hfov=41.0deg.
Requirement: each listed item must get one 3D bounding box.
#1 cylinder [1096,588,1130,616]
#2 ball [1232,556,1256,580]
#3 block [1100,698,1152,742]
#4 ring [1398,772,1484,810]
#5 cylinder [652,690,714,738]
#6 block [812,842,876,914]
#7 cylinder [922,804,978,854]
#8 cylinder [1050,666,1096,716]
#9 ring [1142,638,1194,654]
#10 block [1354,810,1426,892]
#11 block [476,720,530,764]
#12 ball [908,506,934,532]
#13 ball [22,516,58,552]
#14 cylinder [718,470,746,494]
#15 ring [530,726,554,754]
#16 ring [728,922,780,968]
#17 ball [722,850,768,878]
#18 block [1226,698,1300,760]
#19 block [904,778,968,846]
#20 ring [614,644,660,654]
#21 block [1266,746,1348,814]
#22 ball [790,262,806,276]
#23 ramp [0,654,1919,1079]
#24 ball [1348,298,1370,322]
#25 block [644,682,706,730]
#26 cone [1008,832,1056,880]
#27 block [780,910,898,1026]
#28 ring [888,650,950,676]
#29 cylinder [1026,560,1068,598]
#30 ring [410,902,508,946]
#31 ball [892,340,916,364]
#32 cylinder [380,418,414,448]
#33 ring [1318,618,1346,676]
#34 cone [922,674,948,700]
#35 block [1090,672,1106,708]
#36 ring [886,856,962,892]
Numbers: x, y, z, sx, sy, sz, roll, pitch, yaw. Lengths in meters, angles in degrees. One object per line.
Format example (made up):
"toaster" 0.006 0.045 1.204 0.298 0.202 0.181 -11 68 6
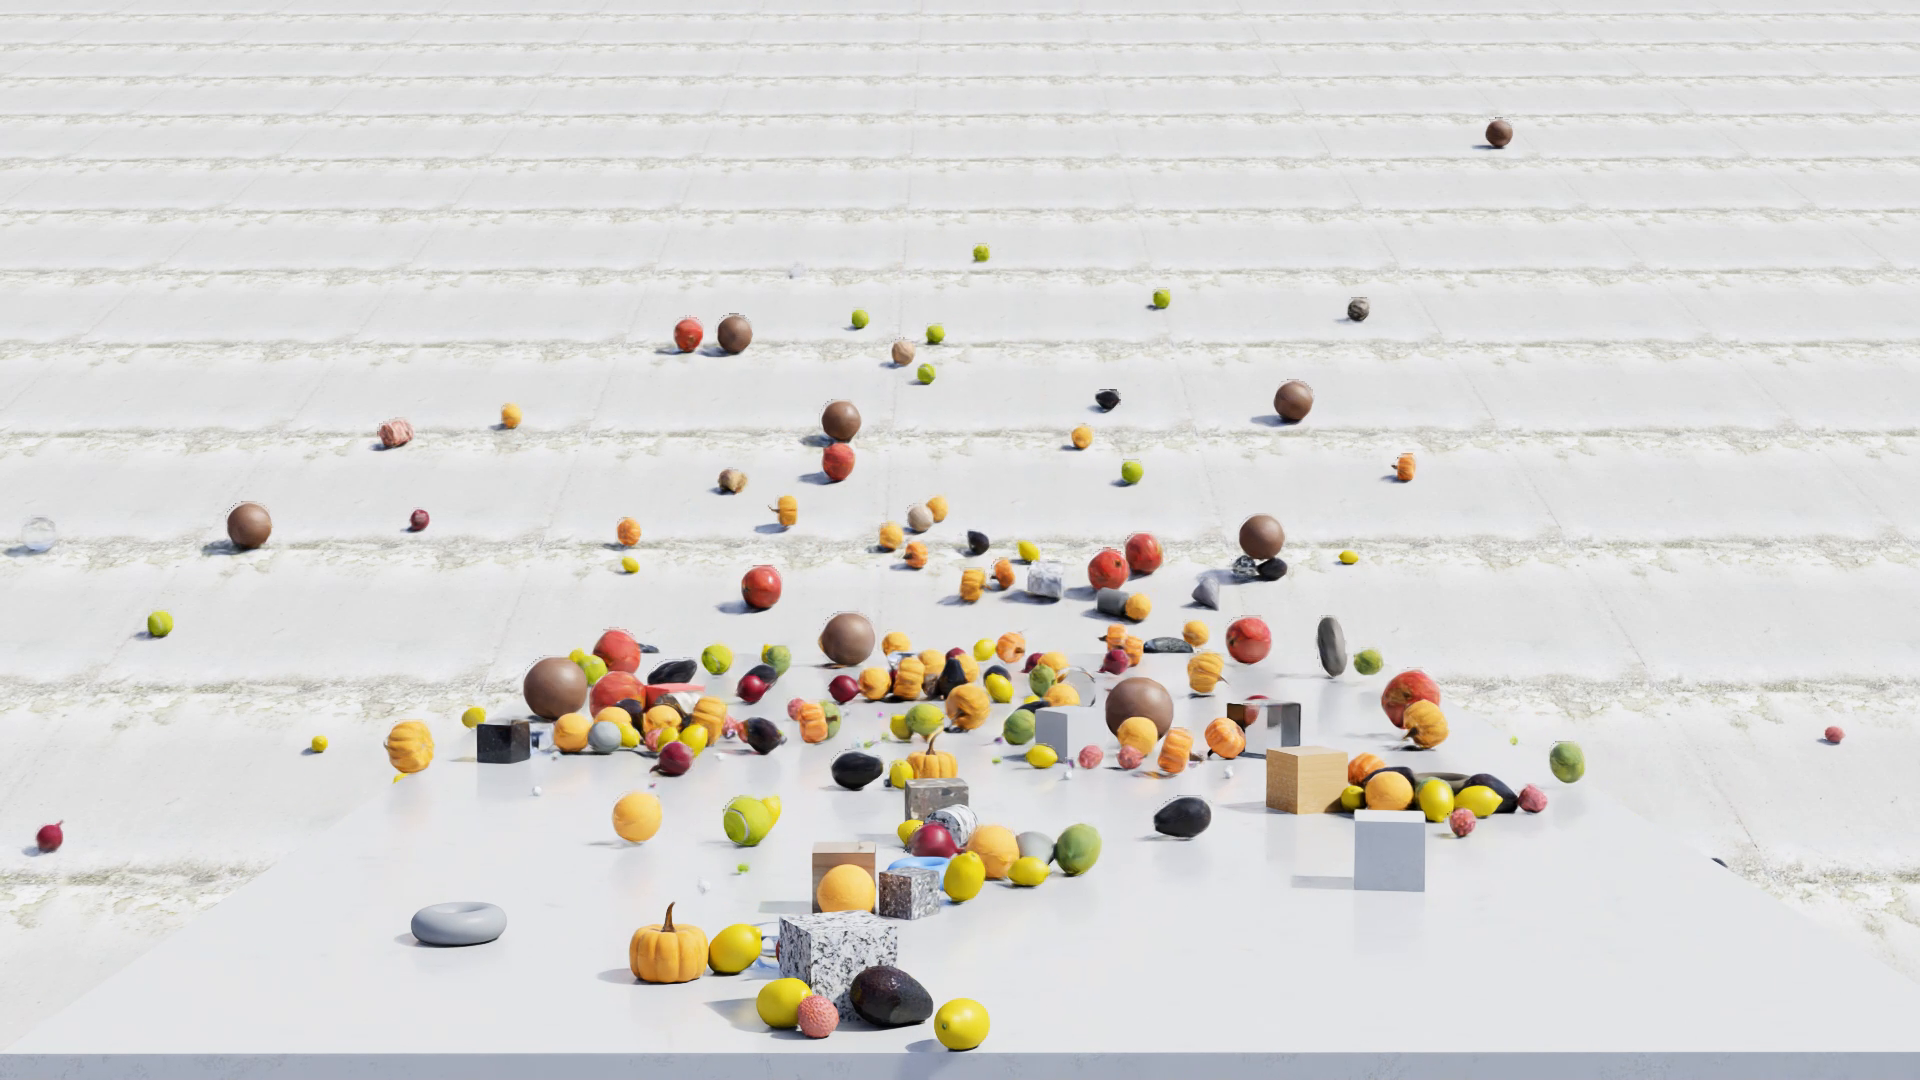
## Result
"cylinder" 0.418 0.169 7.000 0.069 0.069 0.069 13 24 29
"ball" 0.799 0.080 7.229 0.070 0.070 0.070 0 21 0
"block" 0.299 0.325 4.635 0.054 0.054 0.054 -42 11 -23
"ring" 0.763 0.398 4.080 0.135 0.045 0.135 -1 4 0
"cylinder" -0.532 0.333 4.929 0.084 0.084 0.084 17 13 37
"block" -0.146 0.427 3.245 0.079 0.079 0.079 0 3 -1
"cylinder" -0.014 0.412 3.666 0.062 0.062 0.062 9 6 23
"cylinder" 0.233 0.310 5.276 0.093 0.093 0.093 1 3 2
"ring" 0.542 0.295 6.708 0.139 0.046 0.139 1 22 0
"block" 0.569 0.411 3.405 0.092 0.092 0.092 0 3 9
"block" -0.814 0.359 4.586 0.069 0.069 0.069 1 3 20
"ball" -0.117 -0.063 7.588 0.078 0.078 0.078 0 21 0
"ball" -2.663 -0.018 7.439 0.099 0.099 0.099 0 21 0
"cylinder" -0.700 -0.181 7.910 0.063 0.063 0.063 17 27 37
"ring" -0.808 0.367 4.719 0.123 0.041 0.123 0 4 0
"ring" -0.211 0.464 2.948 0.111 0.037 0.111 -1 4 0
"ball" -0.291 0.452 3.490 0.061 0.061 0.061 0 21 0
"block" 0.550 0.342 4.656 0.095 0.095 0.095 -3 4 -43
"block" -0.035 0.396 3.753 0.084 0.084 0.084 0 3 -7
"ring" -0.838 0.307 6.591 0.143 0.048 0.143 -19 -16 -6
"block" 0.545 0.377 4.041 0.092 0.092 0.092 -1 3 -25
"ball" -0.644 -1.076 10.218 0.060 0.060 0.060 0 21 0
"ramp" 0.049 0.446 4.532 2.000 0.100 4.000 0 3 0
"ball" 1.495 -0.862 9.636 0.084 0.084 0.084 0 21 0
"block" -0.558 0.328 5.028 0.085 0.085 0.085 -3 4 -42
"cone" 0.098 0.439 3.461 0.067 0.067 0.067 0 30 -1
"block" -0.128 0.448 2.699 0.096 0.096 0.096 -1 3 -24
"ring" -0.099 0.289 6.057 0.147 0.049 0.147 4 2 0
"cylinder" 0.241 0.109 7.108 0.094 0.094 0.094 9 23 10
"ring" -0.598 0.457 3.068 0.114 0.038 0.114 -1 2 0
"ball" -0.201 -0.665 9.124 0.088 0.088 0.088 0 21 0
"cylinder" -1.820 -0.345 8.309 0.077 0.077 0.077 16 27 35
"ring" 0.864 0.248 5.976 0.046 0.139 0.139 -9 22 -2
"cone" -0.061 0.329 5.530 0.059 0.059 0.059 4 31 11
"block" 0.258 0.338 5.429 0.090 0.090 0.090 1 22 -2
"ring" -0.047 0.442 3.395 0.102 0.034 0.102 -1 4 0
